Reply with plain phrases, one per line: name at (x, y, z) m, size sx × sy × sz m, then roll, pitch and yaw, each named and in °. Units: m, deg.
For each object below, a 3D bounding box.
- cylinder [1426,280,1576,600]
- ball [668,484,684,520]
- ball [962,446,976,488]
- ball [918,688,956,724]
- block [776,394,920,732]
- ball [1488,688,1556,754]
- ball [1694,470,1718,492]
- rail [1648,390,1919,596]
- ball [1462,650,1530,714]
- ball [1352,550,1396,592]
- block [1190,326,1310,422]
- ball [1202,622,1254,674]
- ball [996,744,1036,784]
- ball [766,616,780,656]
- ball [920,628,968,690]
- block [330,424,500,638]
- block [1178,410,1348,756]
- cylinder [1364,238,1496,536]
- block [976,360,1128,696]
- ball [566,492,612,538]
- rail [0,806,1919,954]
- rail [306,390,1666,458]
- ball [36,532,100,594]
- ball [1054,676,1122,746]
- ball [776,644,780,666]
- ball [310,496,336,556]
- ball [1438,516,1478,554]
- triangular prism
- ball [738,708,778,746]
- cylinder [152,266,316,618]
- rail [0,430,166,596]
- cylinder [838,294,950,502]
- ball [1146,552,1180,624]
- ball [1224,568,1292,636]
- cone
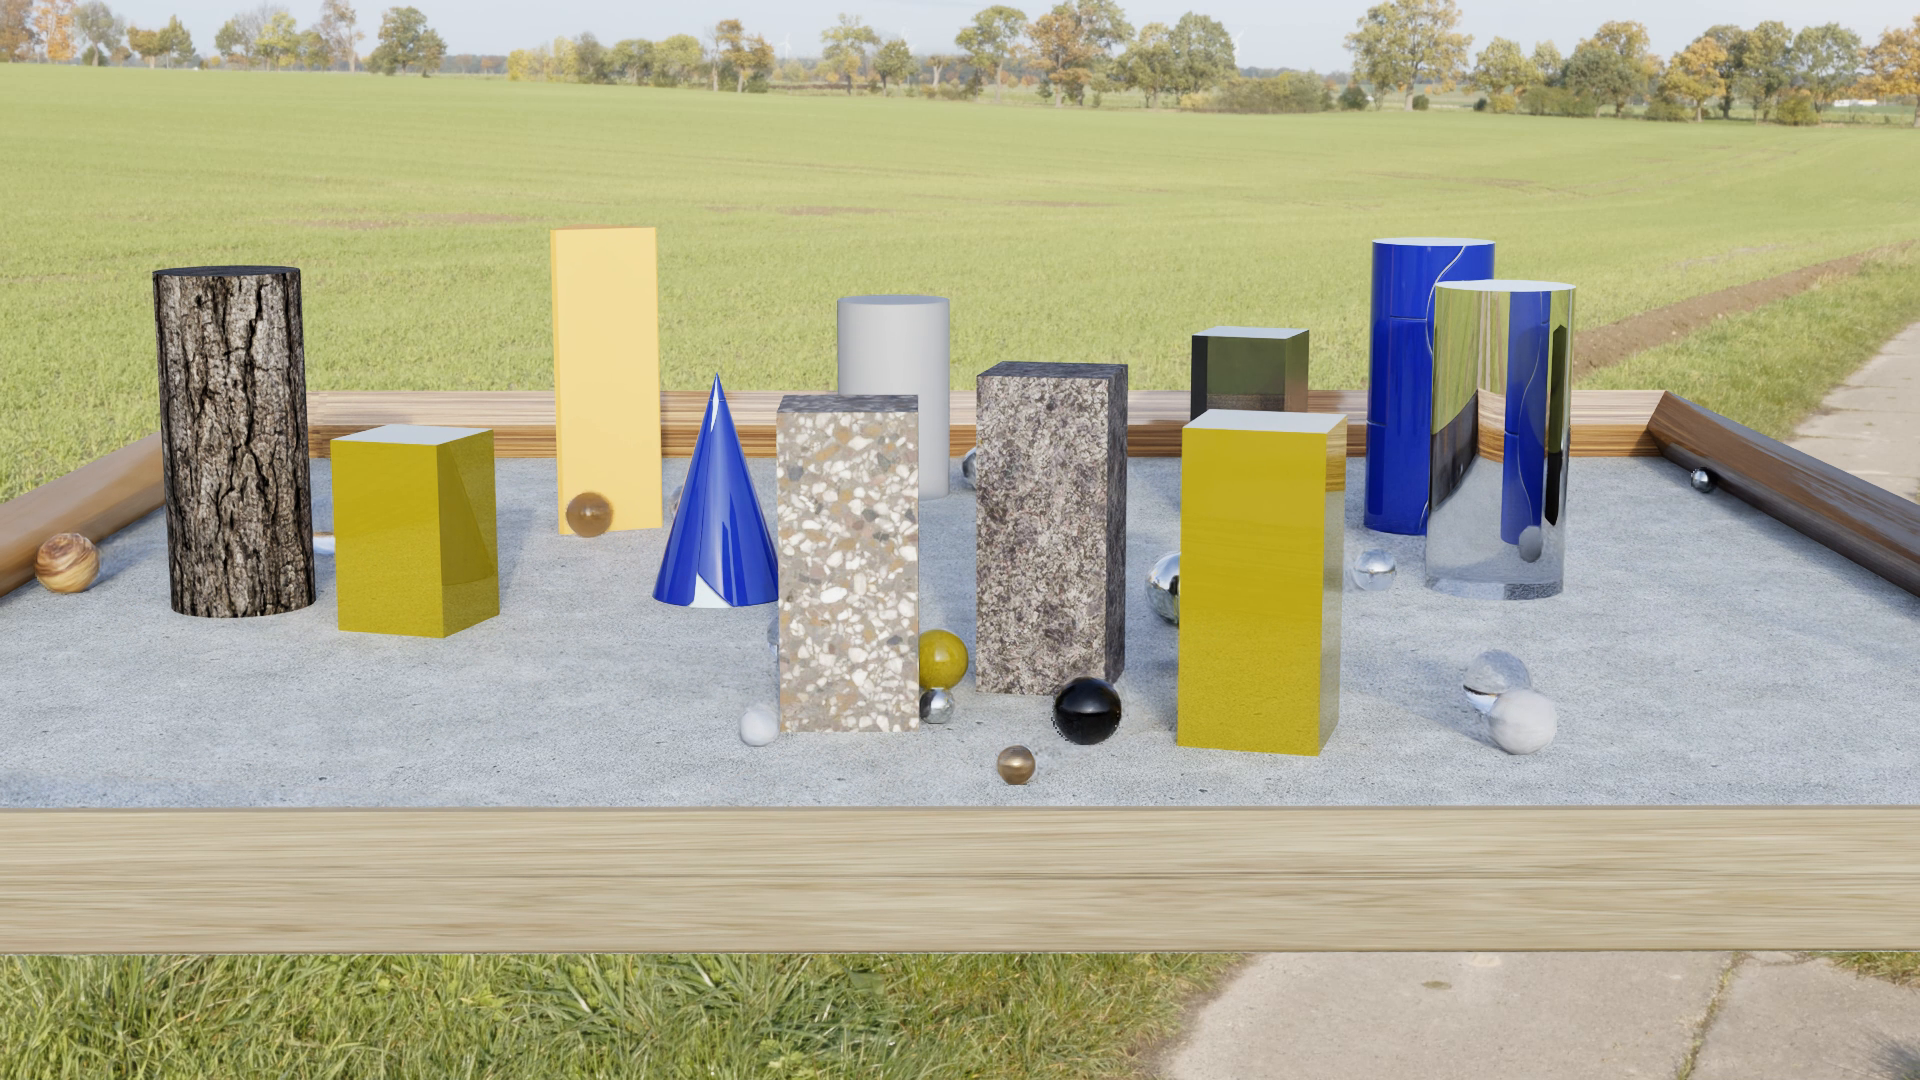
cylinder at (0.751, -0.143, 3.574) m, size 0.191 × 0.423 × 0.191 m, roll 0°, pitch 11°, yaw 0°
ball at (-0.431, -0.056, 4.079) m, size 0.068 × 0.068 × 0.068 m, roll 0°, pitch 11°, yaw 0°
ball at (0.042, -0.124, 4.416) m, size 0.079 × 0.079 × 0.079 m, roll 0°, pitch 11°, yaw 0°
ball at (-0.025, 0.184, 2.861) m, size 0.041 × 0.041 × 0.041 m, roll 0°, pitch 11°, yaw 0°
block at (-0.123, 0.023, 2.870) m, size 0.152 × 0.355 × 0.152 m, roll 0°, pitch 11°, yaw -1°
ball at (0.598, 0.193, 2.732) m, size 0.071 × 0.071 × 0.071 m, roll 0°, pitch 11°, yaw 0°
ball at (1.277, -0.101, 4.396) m, size 0.040 × 0.040 × 0.040 m, roll 0°, pitch 11°, yaw 0°
rail at (1.301, 0.030, 3.457) m, size 0.045 × 0.124 × 2.718 m, roll 0°, pitch 11°, yaw 0°
ball at (0.605, 0.161, 2.893) m, size 0.075 × 0.075 × 0.075 m, roll 0°, pitch 11°, yaw 0°
ball at (0.577, 0.043, 3.572) m, size 0.060 × 0.060 × 0.060 m, roll 0°, pitch 11°, yaw 0°
block at (0.464, -0.183, 4.120) m, size 0.152 × 0.302 × 0.152 m, roll 4°, pitch 11°, yaw 21°
ball at (0.324, 0.129, 3.096) m, size 0.063 × 0.063 × 0.063 m, roll 0°, pitch 11°, yaw 0°
ball at (0.057, 0.230, 2.621) m, size 0.041 × 0.041 × 0.041 m, roll 0°, pitch 11°, yaw 0°
ball at (-0.207, 0.120, 3.153) m, size 0.062 × 0.062 × 0.062 m, roll 0°, pitch 11°, yaw 0°
ball at (-0.027, 0.140, 3.005) m, size 0.075 × 0.075 × 0.075 m, roll 0°, pitch 11°, yaw 0°
block at (-0.711, -0.014, 3.358) m, size 0.152 × 0.250 × 0.152 m, roll 3°, pitch 11°, yaw 17°
block at (0.329, 0.043, 2.788) m, size 0.152 × 0.347 × 0.152 m, roll 3°, pitch 11°, yaw 16°
cylinder at (0.739, -0.244, 4.046) m, size 0.191 × 0.451 × 0.191 m, roll 0°, pitch 11°, yaw 0°
block at (0.109, -0.016, 3.030) m, size 0.152 × 0.373 × 0.152 m, roll 2°, pitch 11°, yaw 12°
ball at (-0.576, -0.039, 3.983) m, size 0.070 × 0.070 × 0.070 m, roll 0°, pitch 11°, yaw 0°
rail at (0.008, 0.276, 2.137) m, size 2.650 × 0.124 × 0.045 m, roll 0°, pitch 11°, yaw 0°
rail at (-0.008, -0.213, 4.762) m, size 2.650 × 0.124 × 0.045 m, roll 0°, pitch 11°, yaw 0°
ball at (-1.237, 0.032, 3.559) m, size 0.085 × 0.085 × 0.085 m, roll 0°, pitch 11°, yaw 0°
ball at (0.138, 0.184, 2.771) m, size 0.075 × 0.075 × 0.075 m, roll 0°, pitch 11°, yaw 0°
ball at (-0.189, 0.137, 3.062) m, size 0.060 × 0.060 × 0.060 m, roll 0°, pitch 11°, yaw 0°
ball at (-0.943, -0.021, 3.834) m, size 0.089 × 0.089 × 0.089 m, roll 0°, pitch 11°, yaw 0°
ball at (0.747, -0.007, 3.851) m, size 0.056 × 0.056 × 0.056 m, roll 0°, pitch 11°, yaw 0°
triangular prism at (-0.577, -0.260, 4.065) m, size 0.165 × 0.473 × 0.143 m, roll -5°, pitch 11°, yaw -23°
ball at (-0.218, 0.202, 2.765) m, size 0.041 × 0.041 × 0.041 m, roll 0°, pitch 11°, yaw 0°
cylinder at (-0.977, -0.136, 3.459) m, size 0.191 × 0.453 × 0.191 m, roll 0°, pitch 11°, yaw 0°
rail at (-1.301, 0.033, 3.442) m, size 0.045 × 0.124 × 2.718 m, roll 0°, pitch 11°, yaw 0°
cylinder at (-0.112, -0.243, 4.363) m, size 0.191 × 0.332 × 0.191 m, roll 0°, pitch 11°, yaw 0°
ball at (0.293, 0.063, 3.366) m, size 0.095 × 0.095 × 0.095 m, roll 0°, pitch 11°, yaw 0°
ball at (0.383, 0.079, 3.302) m, size 0.087 × 0.087 × 0.087 m, roll 0°, pitch 11°, yaw 0°
cone at (-0.332, -0.078, 3.536) m, size 0.191 × 0.311 × 0.191 m, roll 0°, pitch 11°, yaw 0°
